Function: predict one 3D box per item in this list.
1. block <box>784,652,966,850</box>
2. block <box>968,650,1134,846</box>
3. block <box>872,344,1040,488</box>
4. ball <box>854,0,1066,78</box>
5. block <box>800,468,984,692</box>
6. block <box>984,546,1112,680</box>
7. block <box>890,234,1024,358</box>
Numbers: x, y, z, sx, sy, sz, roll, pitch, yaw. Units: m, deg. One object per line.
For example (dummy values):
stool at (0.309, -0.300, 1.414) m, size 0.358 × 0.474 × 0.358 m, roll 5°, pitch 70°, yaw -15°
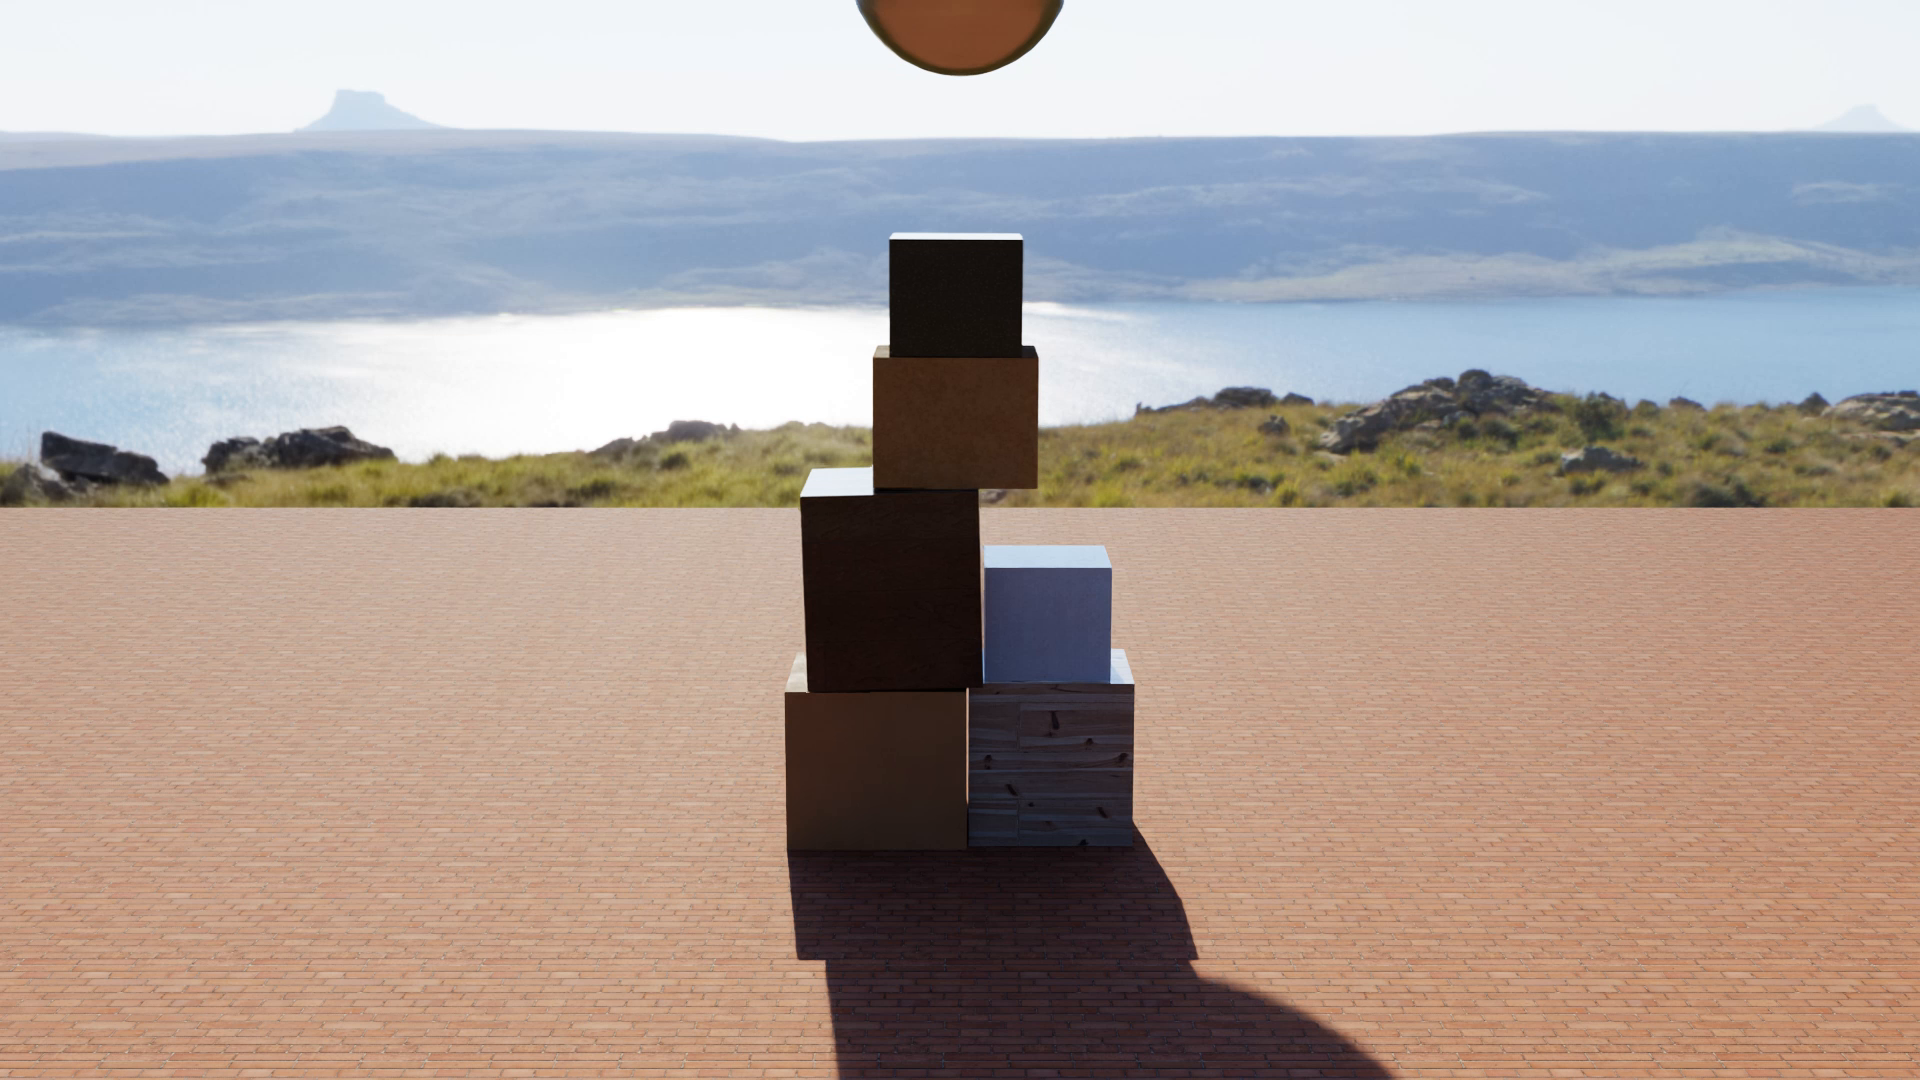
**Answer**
block at (-0.418, 1.075, 11.376) m, size 0.902 × 0.814 × 0.861 m, roll 0°, pitch 10°, yaw 0°
block at (0.456, 1.061, 11.379) m, size 0.826 × 0.842 × 0.754 m, roll 0°, pitch 10°, yaw 0°
block at (-0.023, -0.629, 11.054) m, size 0.809 × 0.641 × 0.687 m, roll 0°, pitch 10°, yaw 0°
ball at (0.000, -4.117, 15.671) m, size 1.600 × 1.600 × 1.600 m, roll 0°, pitch 10°, yaw 0°
block at (-0.330, 0.178, 11.201) m, size 0.869 × 0.977 × 0.895 m, roll -1°, pitch 10°, yaw 0°
block at (0.439, 0.366, 11.237) m, size 0.627 × 0.576 × 0.601 m, roll 0°, pitch 10°, yaw 0°
block at (-0.019, -1.229, 10.968) m, size 0.646 × 0.569 × 0.662 m, roll 0°, pitch 10°, yaw 0°
